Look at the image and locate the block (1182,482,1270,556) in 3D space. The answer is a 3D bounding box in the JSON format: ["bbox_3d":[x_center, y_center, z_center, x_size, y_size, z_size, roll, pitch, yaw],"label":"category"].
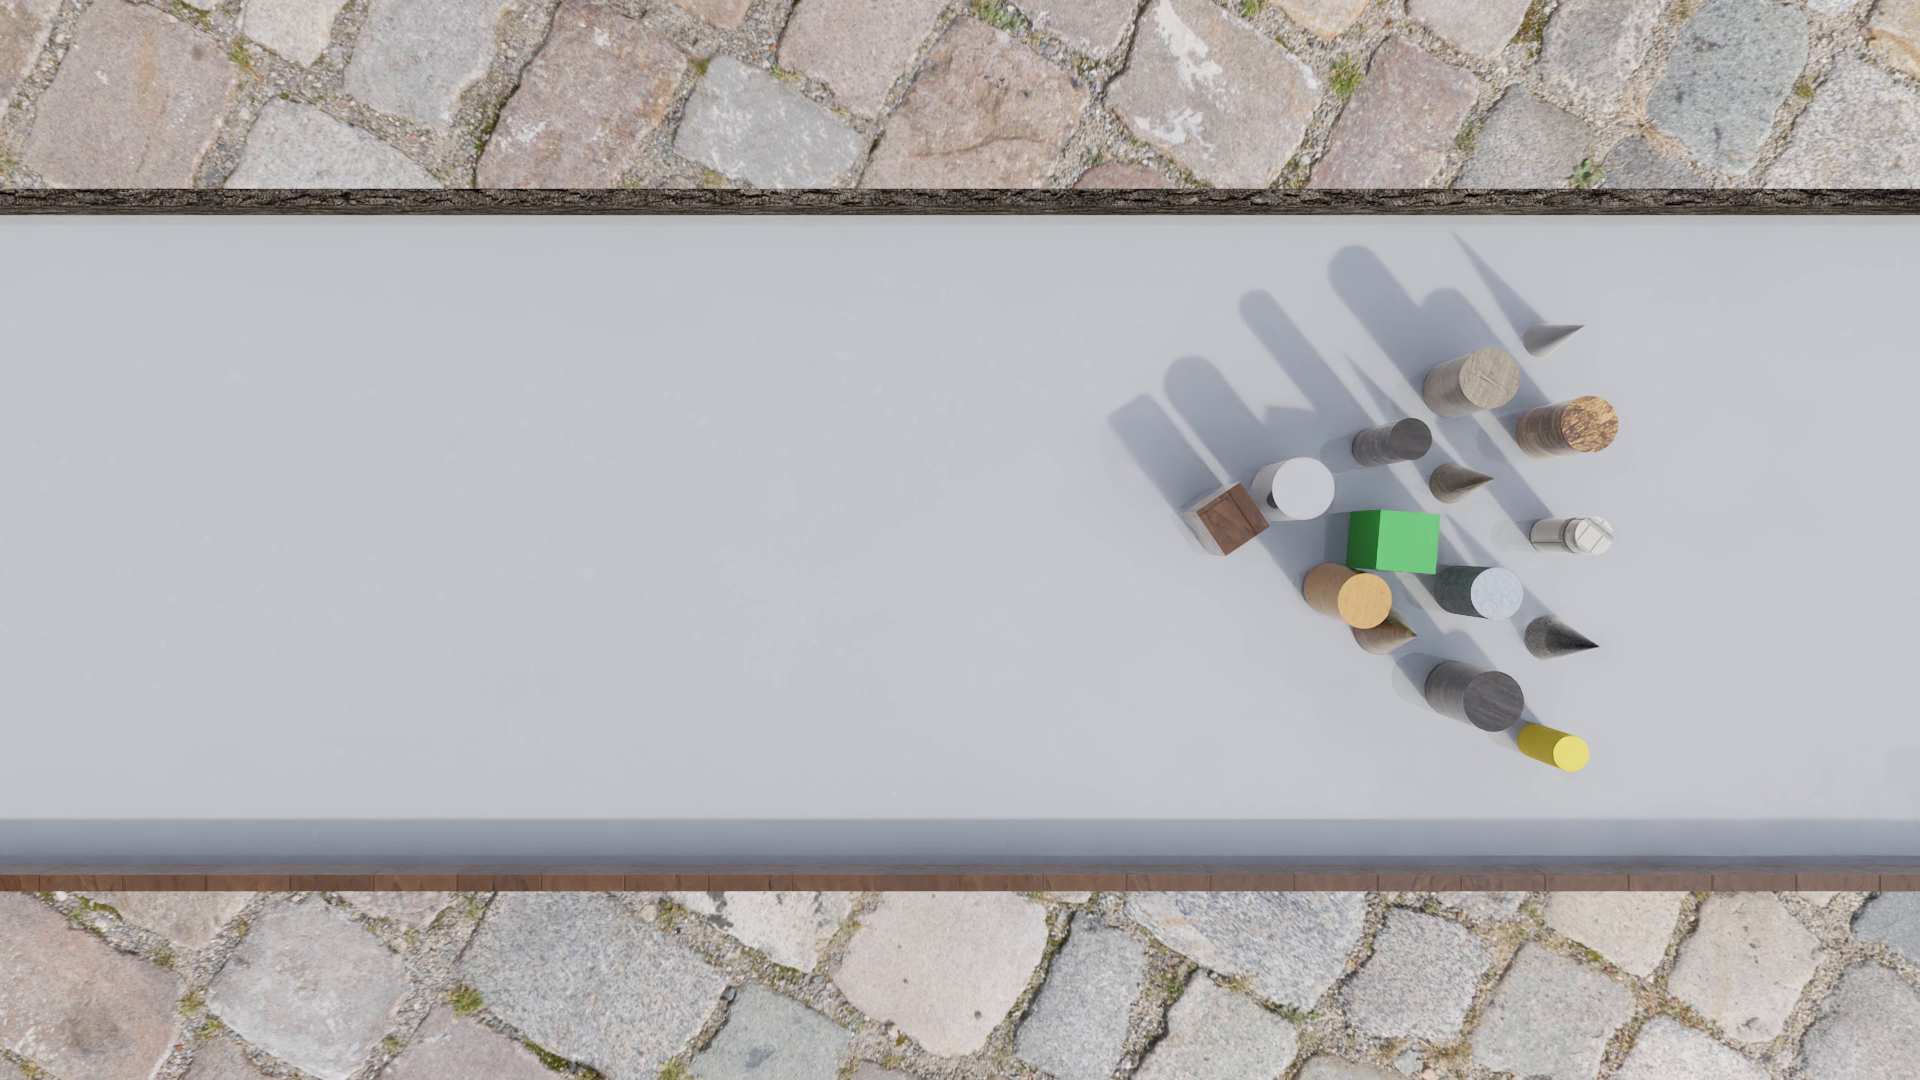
[{"bbox_3d":[0.790,-0.061,4.923,0.155,0.307,0.155,-34,90,0],"label":"block"}]

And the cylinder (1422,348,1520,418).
[{"bbox_3d":[1.509,-0.461,4.887,0.173,0.380,0.173,0,90,0],"label":"cylinder"}]

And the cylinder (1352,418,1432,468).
[{"bbox_3d":[1.264,-0.283,4.850,0.119,0.452,0.119,0,90,0],"label":"cylinder"}]

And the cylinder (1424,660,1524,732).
[{"bbox_3d":[1.516,0.459,4.881,0.173,0.391,0.173,0,90,0],"label":"cylinder"}]

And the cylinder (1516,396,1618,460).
[{"bbox_3d":[1.791,-0.329,4.884,0.162,0.386,0.162,0,90,0],"label":"cylinder"}]

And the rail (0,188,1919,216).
[{"bbox_3d":[-2.247,-1.025,5.002,12.000,0.150,0.050,0,90,0],"label":"rail"}]

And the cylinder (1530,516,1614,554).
[{"bbox_3d":[1.808,-0.012,4.889,0.109,0.375,0.109,0,90,0],"label":"cylinder"}]

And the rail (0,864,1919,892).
[{"bbox_3d":[-2.247,1.025,5.001,12.000,0.150,0.050,0,90,0],"label":"rail"}]

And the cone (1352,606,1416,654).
[{"bbox_3d":[1.291,0.271,4.864,0.164,0.425,0.164,0,90,0],"label":"cone"}]

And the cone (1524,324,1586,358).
[{"bbox_3d":[1.787,-0.614,4.891,0.106,0.370,0.106,0,90,0],"label":"cone"}]

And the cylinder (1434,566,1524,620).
[{"bbox_3d":[1.532,0.153,4.892,0.150,0.370,0.150,0,90,0],"label":"cylinder"}]

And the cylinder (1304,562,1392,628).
[{"bbox_3d":[1.149,0.162,4.904,0.161,0.327,0.161,0,95,-5],"label":"cylinder"}]

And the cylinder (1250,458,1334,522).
[{"bbox_3d":[0.984,-0.148,4.902,0.180,0.348,0.180,0,90,0],"label":"cylinder"}]

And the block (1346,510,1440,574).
[{"bbox_3d":[1.284,0.005,4.904,0.172,0.342,0.172,5,90,-1],"label":"block"}]

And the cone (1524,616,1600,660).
[{"bbox_3d":[1.807,0.301,4.865,0.139,0.423,0.139,0,90,0],"label":"cone"}]

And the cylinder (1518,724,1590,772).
[{"bbox_3d":[1.768,0.618,4.923,0.104,0.308,0.104,0,90,0],"label":"cylinder"}]

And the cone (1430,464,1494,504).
[{"bbox_3d":[1.507,-0.174,4.861,0.124,0.432,0.124,0,90,0],"label":"cone"}]
